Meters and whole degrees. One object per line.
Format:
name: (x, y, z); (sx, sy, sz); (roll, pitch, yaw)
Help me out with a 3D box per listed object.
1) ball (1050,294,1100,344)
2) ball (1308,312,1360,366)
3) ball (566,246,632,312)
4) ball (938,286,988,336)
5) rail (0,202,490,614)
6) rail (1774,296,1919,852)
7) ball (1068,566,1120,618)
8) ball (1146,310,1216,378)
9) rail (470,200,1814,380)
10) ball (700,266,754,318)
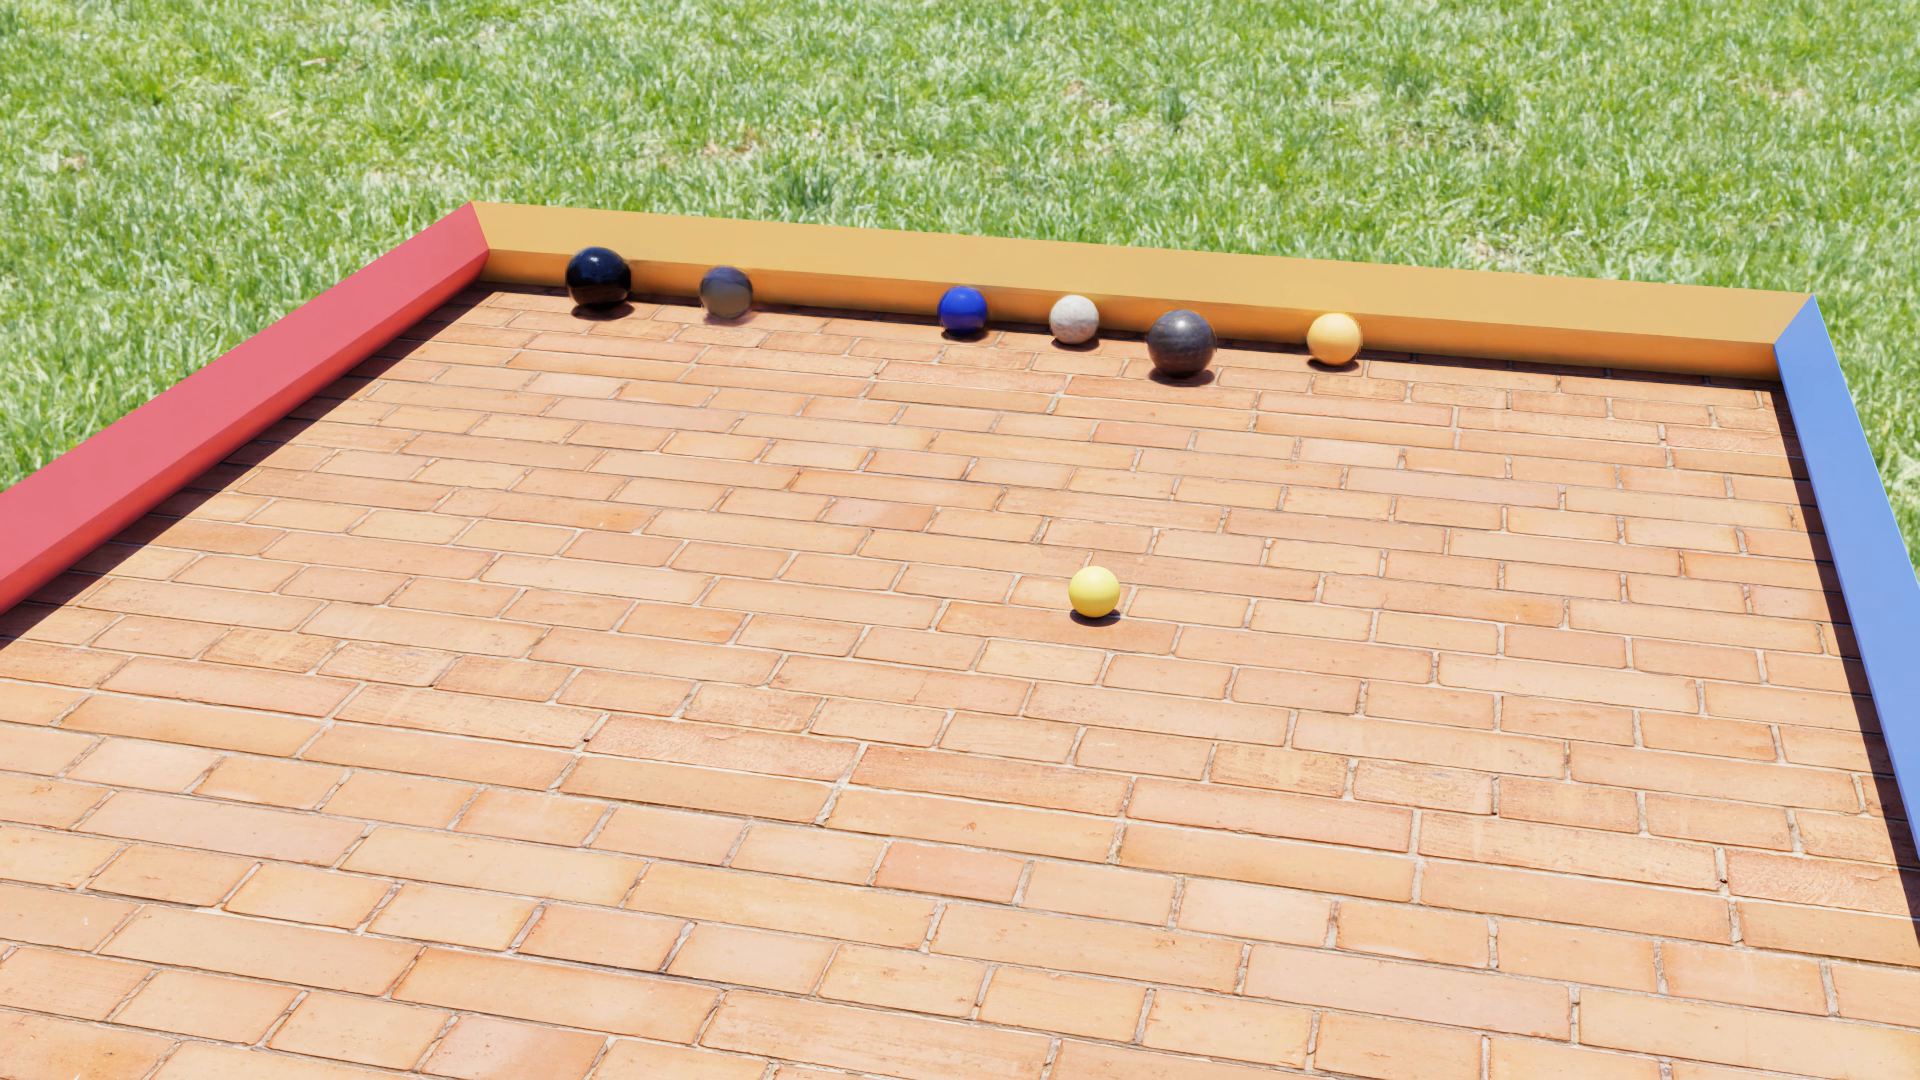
ball: (0.156, -0.301, 3.003); (0.068, 0.068, 0.068); (0, 25, 0)
ball: (0.497, -0.267, 2.926); (0.070, 0.070, 0.070); (0, 25, 0)
ball: (-0.513, -0.370, 3.126); (0.092, 0.092, 0.092); (0, 25, 0)
ball: (0.005, -0.316, 3.036); (0.068, 0.068, 0.068); (0, 25, 0)
rail: (-1.076, 0.220, 1.797); (0.045, 0.120, 3.271); (6, 25, 12)
rail: (0.695, 0.397, 1.411); (0.045, 0.120, 3.271); (6, 25, 12)
ball: (0.137, 0.053, 2.246); (0.053, 0.053, 0.053); (0, 25, 0)
ball: (0.289, -0.258, 2.883); (0.089, 0.089, 0.089); (0, 25, 0)
rail: (0.185, -0.343, 3.030); (1.869, 0.120, 0.045); (6, 25, 12)
ball: (-0.329, -0.350, 3.100); (0.075, 0.075, 0.075); (0, 25, 0)
